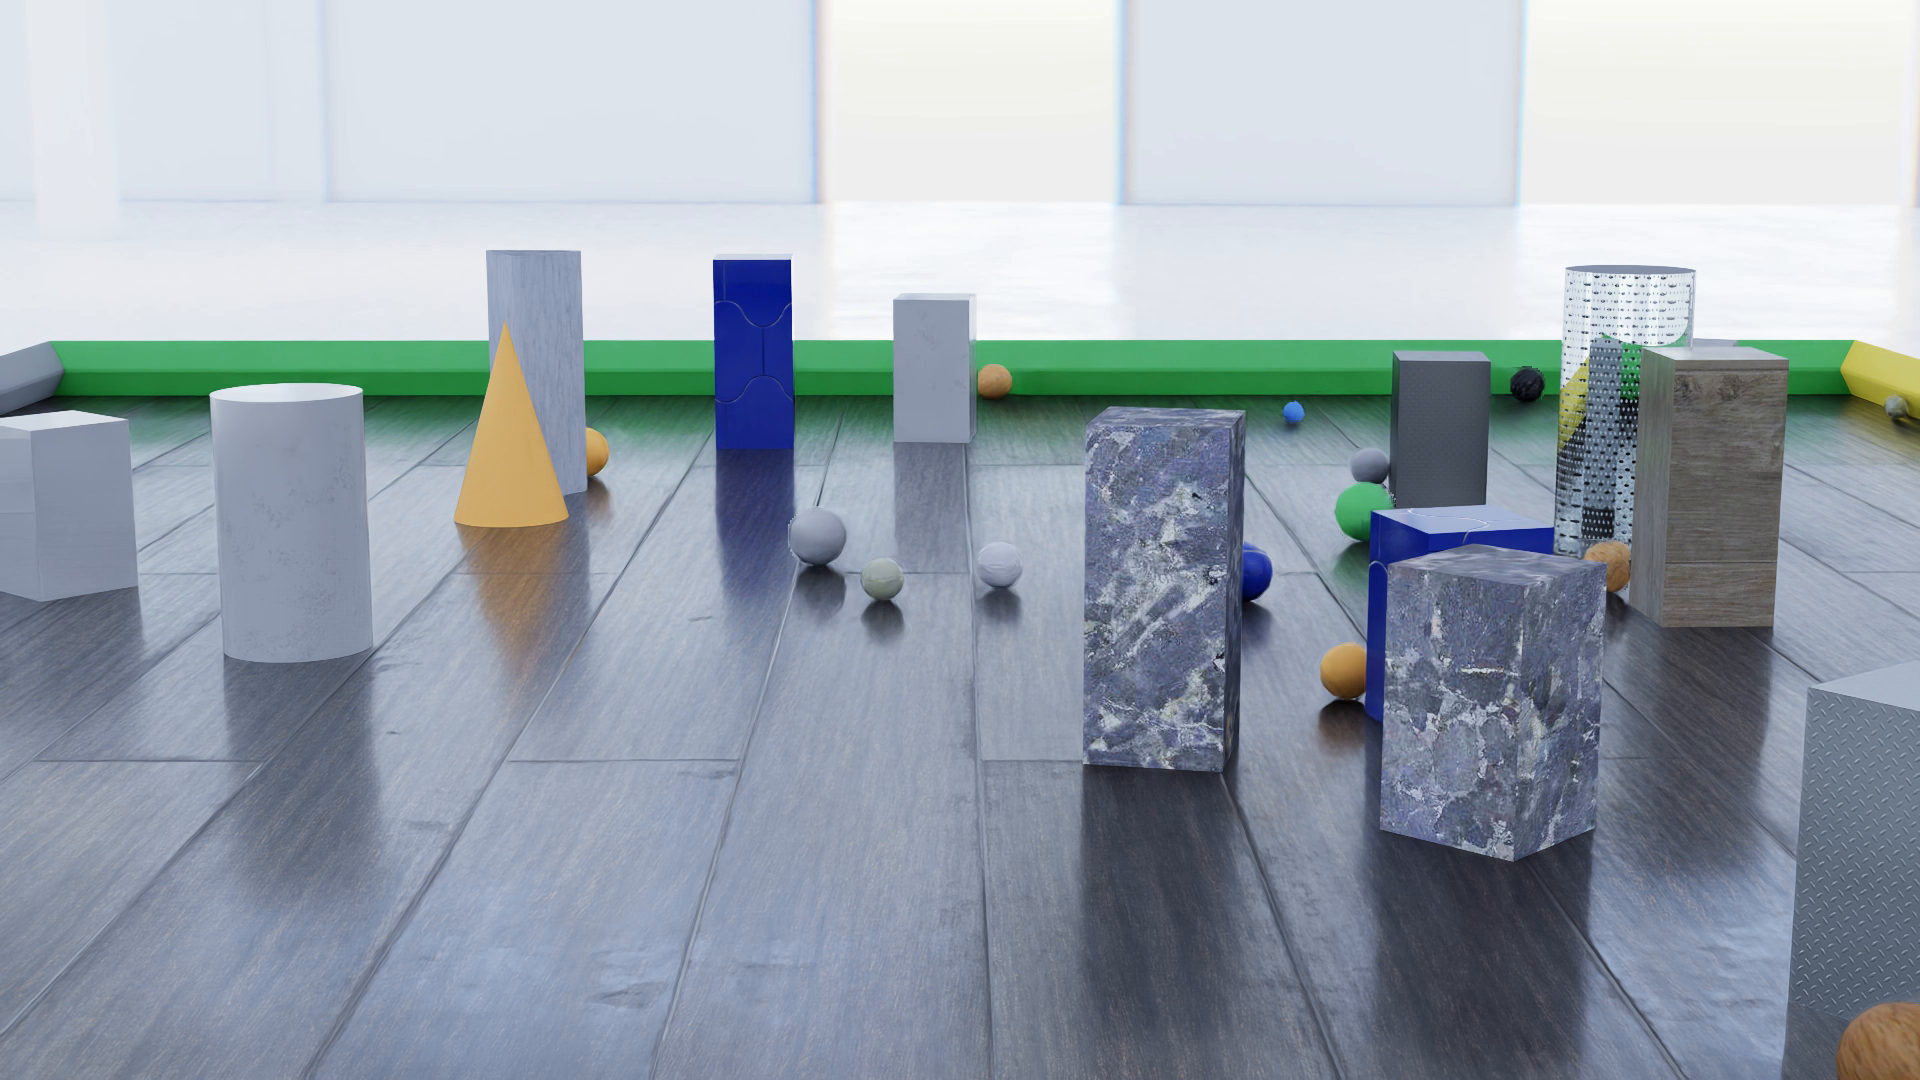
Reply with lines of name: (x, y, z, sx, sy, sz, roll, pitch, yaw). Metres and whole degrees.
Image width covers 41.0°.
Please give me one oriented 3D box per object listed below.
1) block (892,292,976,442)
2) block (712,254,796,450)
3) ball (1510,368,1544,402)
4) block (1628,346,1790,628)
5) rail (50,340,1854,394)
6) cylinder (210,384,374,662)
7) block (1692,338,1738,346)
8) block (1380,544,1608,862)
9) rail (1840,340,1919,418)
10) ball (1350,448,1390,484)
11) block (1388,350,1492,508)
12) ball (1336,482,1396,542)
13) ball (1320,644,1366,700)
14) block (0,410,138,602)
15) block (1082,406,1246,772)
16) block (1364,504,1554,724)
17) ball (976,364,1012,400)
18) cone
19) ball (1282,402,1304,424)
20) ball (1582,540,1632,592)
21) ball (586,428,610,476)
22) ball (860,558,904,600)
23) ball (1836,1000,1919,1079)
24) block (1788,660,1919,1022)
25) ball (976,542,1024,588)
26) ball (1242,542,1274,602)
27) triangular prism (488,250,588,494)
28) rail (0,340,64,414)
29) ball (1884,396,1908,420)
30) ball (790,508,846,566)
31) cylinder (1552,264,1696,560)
block: (-0.048, -0.337, 4.996, 0.147, 0.275, 0.147, 1, 11, 6)
block: (-0.392, -0.362, 4.904, 0.147, 0.358, 0.147, 0, 11, -2)
ball: (1.221, -0.333, 5.524, 0.073, 0.073, 0.073, 0, 11, 0)
block: (0.984, -0.072, 3.380, 0.147, 0.349, 0.147, 0, 11, -2)
rail: (-0.013, -0.375, 5.619, 3.966, 0.119, 0.045, 0, 11, 0)
cylinder: (-0.833, -0.025, 3.201, 0.184, 0.322, 0.184, 0, 11, 0)
block: (1.206, -0.197, 4.273, 0.147, 0.266, 0.147, 4, 11, 22)
block: (0.507, 0.150, 2.440, 0.147, 0.259, 0.147, 10, 14, 43)
rail: (1.959, 0.029, 3.461, 0.045, 0.119, 4.461, 0, 11, 0)
ball: (0.709, -0.126, 4.434, 0.067, 0.067, 0.067, 0, 11, 0)
block: (0.797, -0.186, 4.274, 0.147, 0.243, 0.147, 1, 11, 5)
ball: (0.620, -0.043, 3.926, 0.091, 0.091, 0.091, 0, 11, 0)
ball: (0.447, 0.152, 2.959, 0.064, 0.064, 0.064, 0, 11, 0)
block: (-1.257, -0.050, 3.573, 0.147, 0.235, 0.147, 9, 14, 41)
block: (0.217, 0.048, 2.712, 0.147, 0.358, 0.147, 2, 11, 13)
block: (0.548, 0.091, 2.826, 0.147, 0.232, 0.147, -3, 11, -15)
ball: (0.075, -0.342, 5.556, 0.079, 0.079, 0.079, 0, 11, 0)
cone: (-0.724, -0.194, 4.111, 0.184, 0.319, 0.184, 0, 11, 0)
ball: (0.677, -0.259, 5.209, 0.043, 0.043, 0.043, 0, 11, 0)
ball: (0.897, 0.037, 3.551, 0.072, 0.072, 0.072, 0, 11, 0)
ball: (-0.663, -0.155, 4.536, 0.087, 0.087, 0.087, 0, 11, 0)
ball: (-0.106, 0.053, 3.497, 0.059, 0.059, 0.059, 0, 11, 0)
ball: (0.651, 0.362, 1.769, 0.088, 0.088, 0.088, 0, 11, 0)
block: (0.753, 0.239, 1.977, 0.147, 0.253, 0.147, -8, 13, -37)
ball: (0.056, 0.035, 3.578, 0.065, 0.065, 0.065, 0, 11, 0)
ball: (0.386, 0.044, 3.491, 0.080, 0.080, 0.080, 0, 11, 0)
triangular prism: (-0.741, -0.282, 4.335, 0.138, 0.409, 0.159, 7, 13, 32)
rail: (-1.959, 0.033, 3.439, 0.045, 0.119, 4.461, 0, 11, 0)
ball: (1.922, -0.271, 5.263, 0.047, 0.047, 0.047, 0, 11, 0)
ball: (-0.207, -0.005, 3.743, 0.083, 0.083, 0.083, 0, 11, 0)
cylinder: (0.962, -0.177, 3.719, 0.184, 0.430, 0.184, 0, 11, 0)
